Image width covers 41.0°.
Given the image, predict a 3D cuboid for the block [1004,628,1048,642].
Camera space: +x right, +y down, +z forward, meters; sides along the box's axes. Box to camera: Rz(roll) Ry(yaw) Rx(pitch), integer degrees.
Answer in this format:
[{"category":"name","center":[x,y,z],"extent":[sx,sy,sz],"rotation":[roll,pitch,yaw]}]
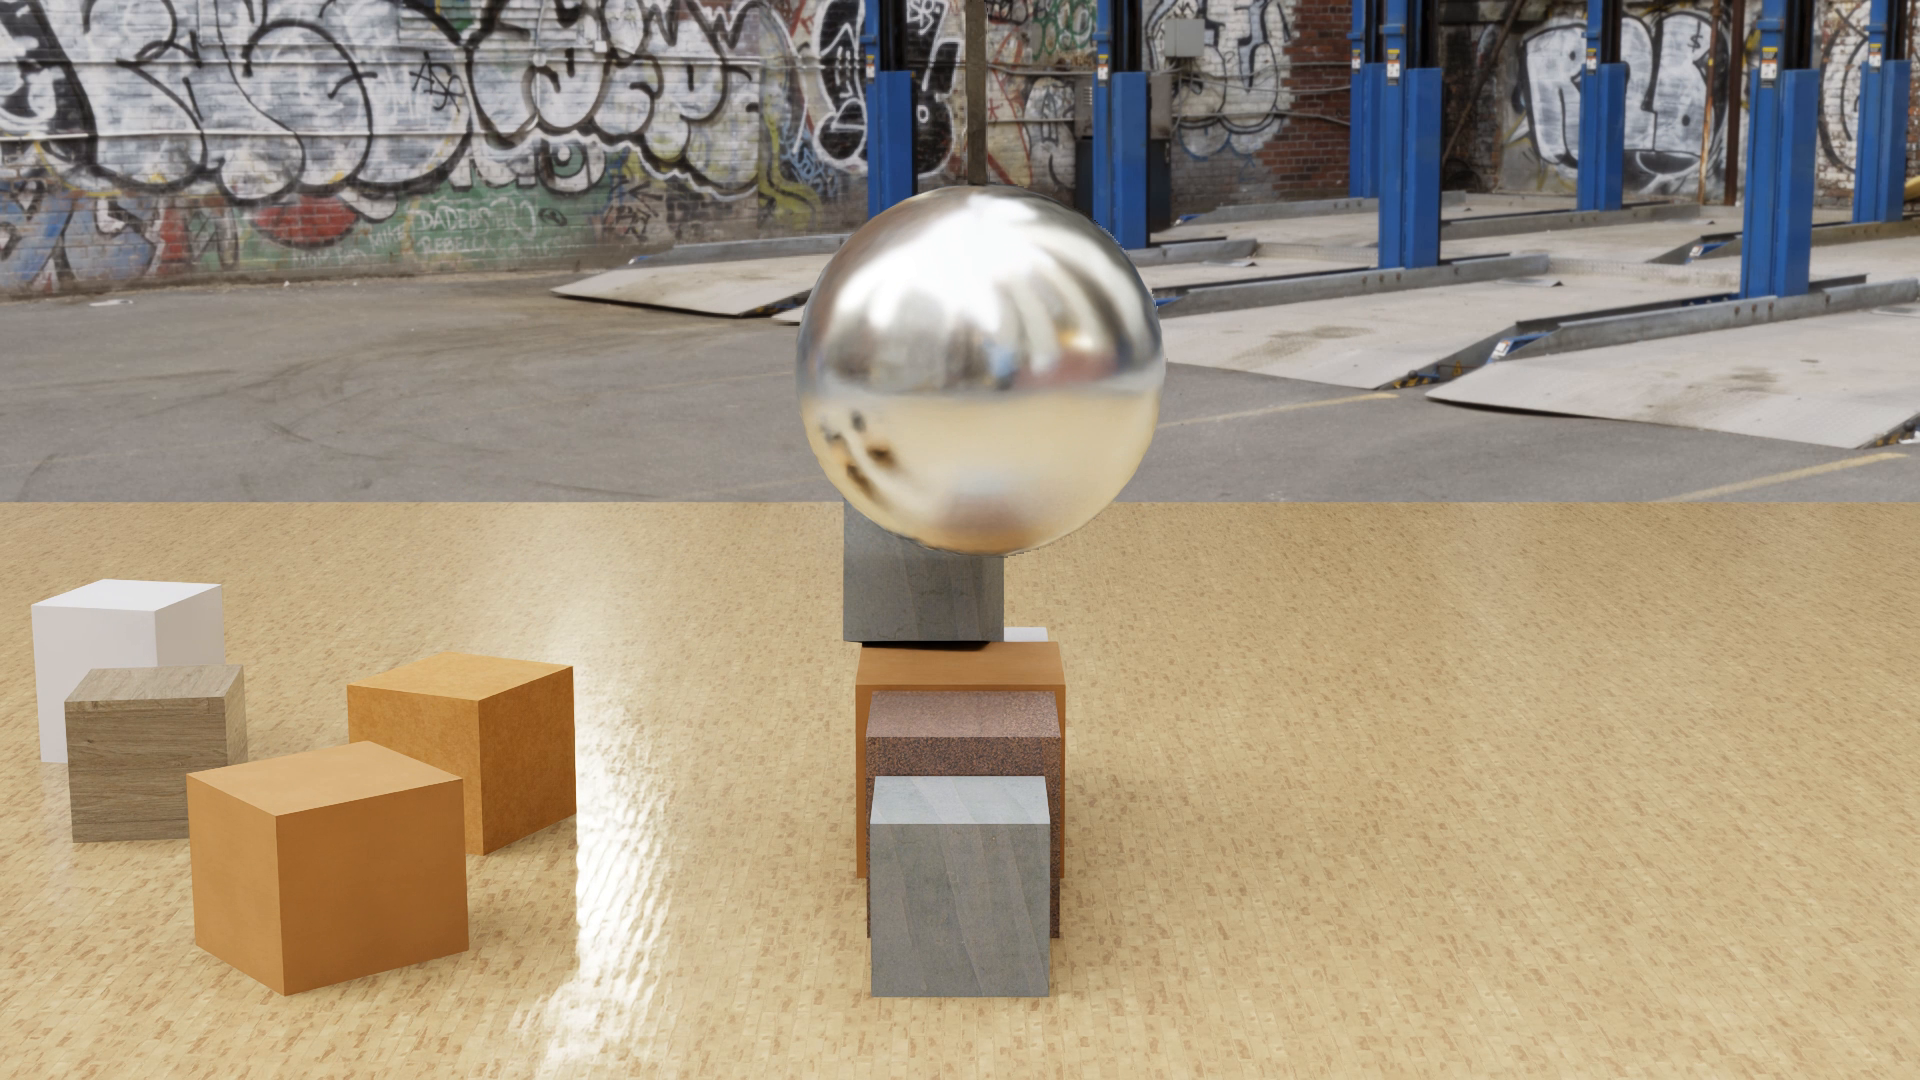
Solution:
[{"category":"block","center":[0.014,0.889,12.534],"extent":[0.836,0.765,0.840],"rotation":[0,10,0]}]

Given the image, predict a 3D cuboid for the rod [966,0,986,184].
[{"category":"rod","center":[0.037,-4.073,10.440],"extent":[0.080,5.200,0.080],"rotation":[-1,10,0]}]

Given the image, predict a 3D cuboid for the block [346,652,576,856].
[{"category":"block","center":[-2.336,0.990,12.091],"extent":[0.733,0.726,0.764],"rotation":[5,11,25]}]

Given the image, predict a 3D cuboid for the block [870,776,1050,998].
[{"category":"block","center":[0.001,1.360,10.147],"extent":[0.685,0.693,0.666],"rotation":[0,10,0]}]

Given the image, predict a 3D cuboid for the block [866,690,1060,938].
[{"category":"block","center":[0.014,1.148,10.868],"extent":[0.792,0.853,0.790],"rotation":[0,10,0]}]

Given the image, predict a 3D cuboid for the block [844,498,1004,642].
[{"category":"block","center":[-0.165,0.136,12.171],"extent":[0.656,0.697,0.602],"rotation":[-1,-4,11]}]

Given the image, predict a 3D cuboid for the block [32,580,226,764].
[{"category":"block","center":[-4.338,0.691,13.451],"extent":[0.690,0.827,0.698],"rotation":[2,11,12]}]

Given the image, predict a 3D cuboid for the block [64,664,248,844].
[{"category":"block","center":[-3.795,1.003,12.175],"extent":[0.712,0.671,0.671],"rotation":[-1,10,-8]}]

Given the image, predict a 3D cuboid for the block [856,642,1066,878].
[{"category":"block","center":[0.001,0.986,11.686],"extent":[0.917,0.879,0.861],"rotation":[0,10,0]}]

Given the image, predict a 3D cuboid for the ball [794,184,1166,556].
[{"category":"ball","center":[0.085,-0.729,11.048],"extent":[1.600,1.600,1.600],"rotation":[0,10,0]}]

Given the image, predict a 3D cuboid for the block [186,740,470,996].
[{"category":"block","center":[-2.556,1.304,10.377],"extent":[0.810,0.721,0.790],"rotation":[-9,14,-40]}]
